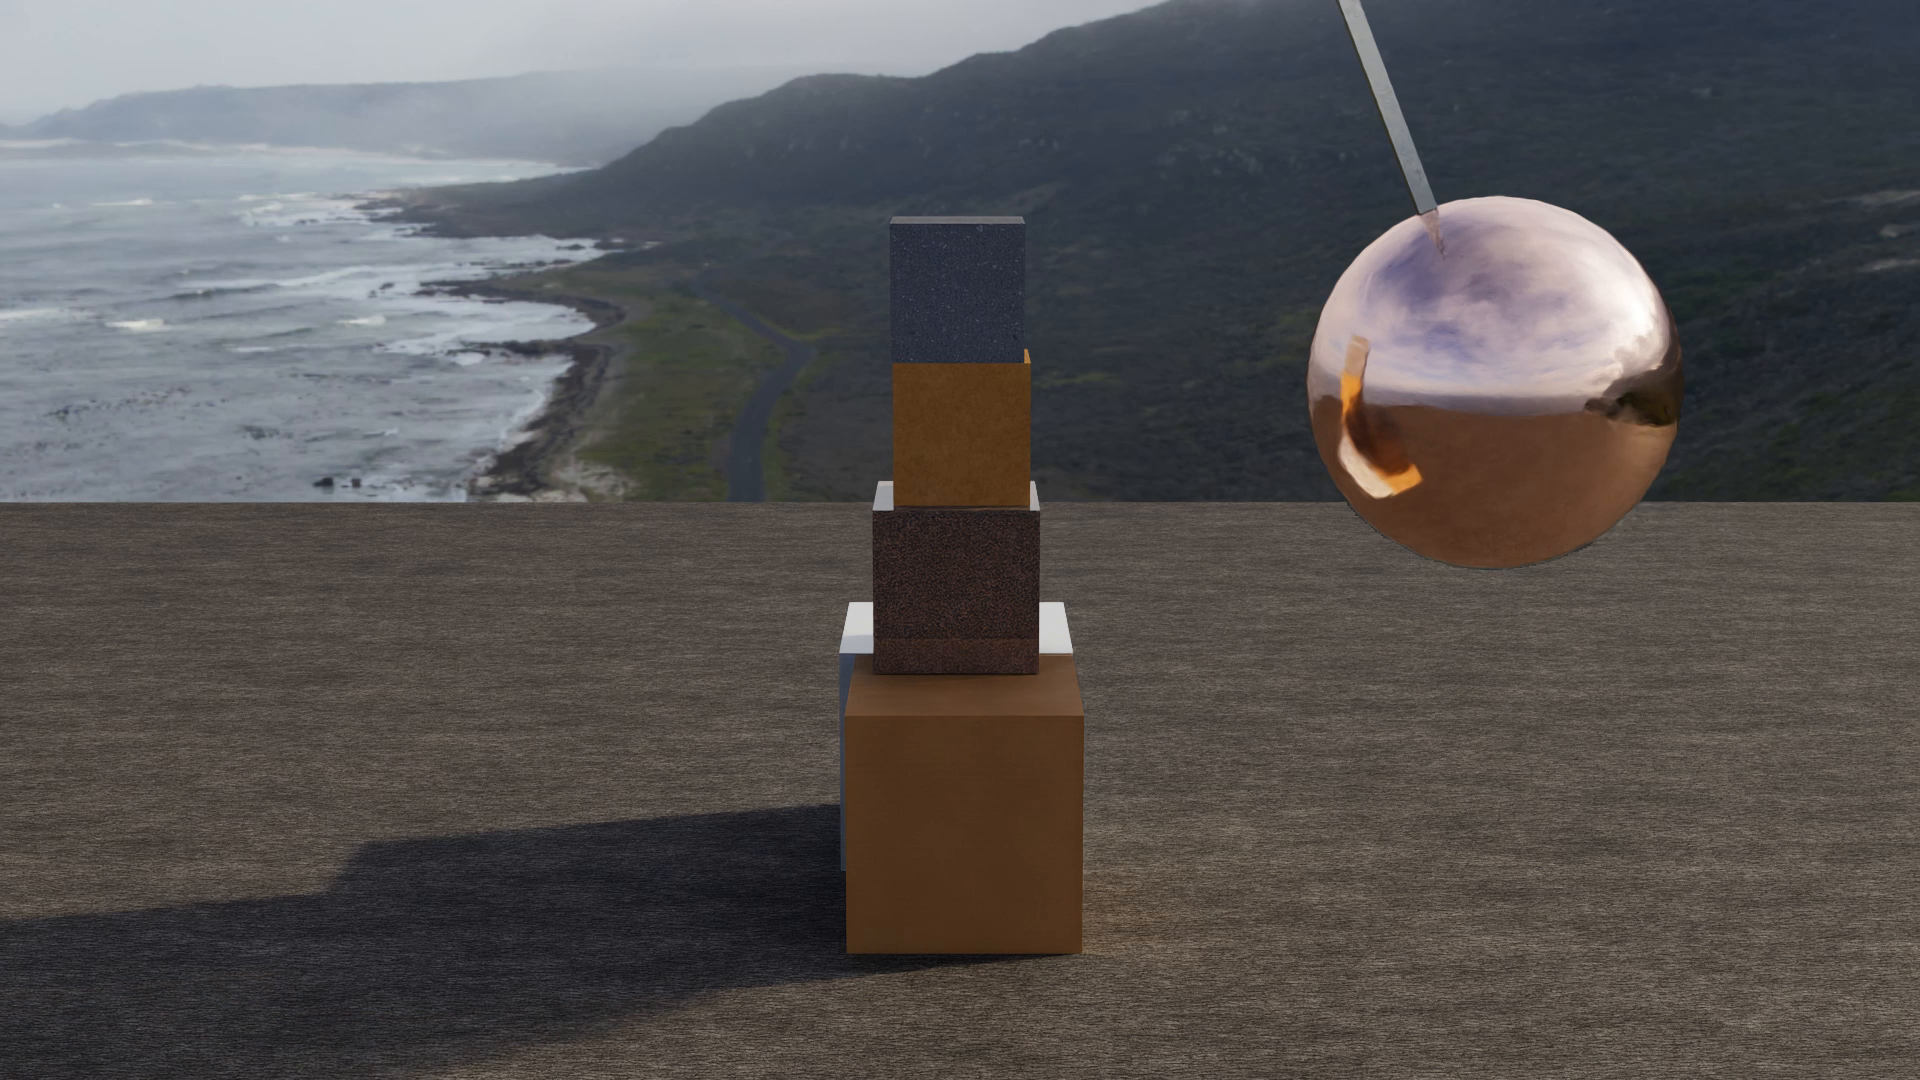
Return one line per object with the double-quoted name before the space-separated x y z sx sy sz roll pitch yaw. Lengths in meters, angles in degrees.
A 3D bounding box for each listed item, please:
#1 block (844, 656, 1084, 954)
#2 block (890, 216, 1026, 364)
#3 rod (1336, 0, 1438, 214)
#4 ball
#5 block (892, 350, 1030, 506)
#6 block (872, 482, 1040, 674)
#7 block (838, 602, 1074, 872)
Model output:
"block" 0.017 1.088 10.813 0.951 0.990 1.080 0 10 0
"block" -0.011 -1.078 10.984 0.562 0.582 0.546 0 10 0
"rod" 0.994 -3.768 10.495 0.080 5.200 0.080 -22 10 4
"ball" 2.295 -0.677 11.057 1.600 1.600 1.600 0 10 0
"block" 0.007 -0.493 11.091 0.579 0.607 0.554 0 10 0
"block" -0.016 0.151 11.208 0.703 0.702 0.786 0 10 0
"block" -0.017 0.888 11.896 1.029 0.996 1.102 0 10 0
